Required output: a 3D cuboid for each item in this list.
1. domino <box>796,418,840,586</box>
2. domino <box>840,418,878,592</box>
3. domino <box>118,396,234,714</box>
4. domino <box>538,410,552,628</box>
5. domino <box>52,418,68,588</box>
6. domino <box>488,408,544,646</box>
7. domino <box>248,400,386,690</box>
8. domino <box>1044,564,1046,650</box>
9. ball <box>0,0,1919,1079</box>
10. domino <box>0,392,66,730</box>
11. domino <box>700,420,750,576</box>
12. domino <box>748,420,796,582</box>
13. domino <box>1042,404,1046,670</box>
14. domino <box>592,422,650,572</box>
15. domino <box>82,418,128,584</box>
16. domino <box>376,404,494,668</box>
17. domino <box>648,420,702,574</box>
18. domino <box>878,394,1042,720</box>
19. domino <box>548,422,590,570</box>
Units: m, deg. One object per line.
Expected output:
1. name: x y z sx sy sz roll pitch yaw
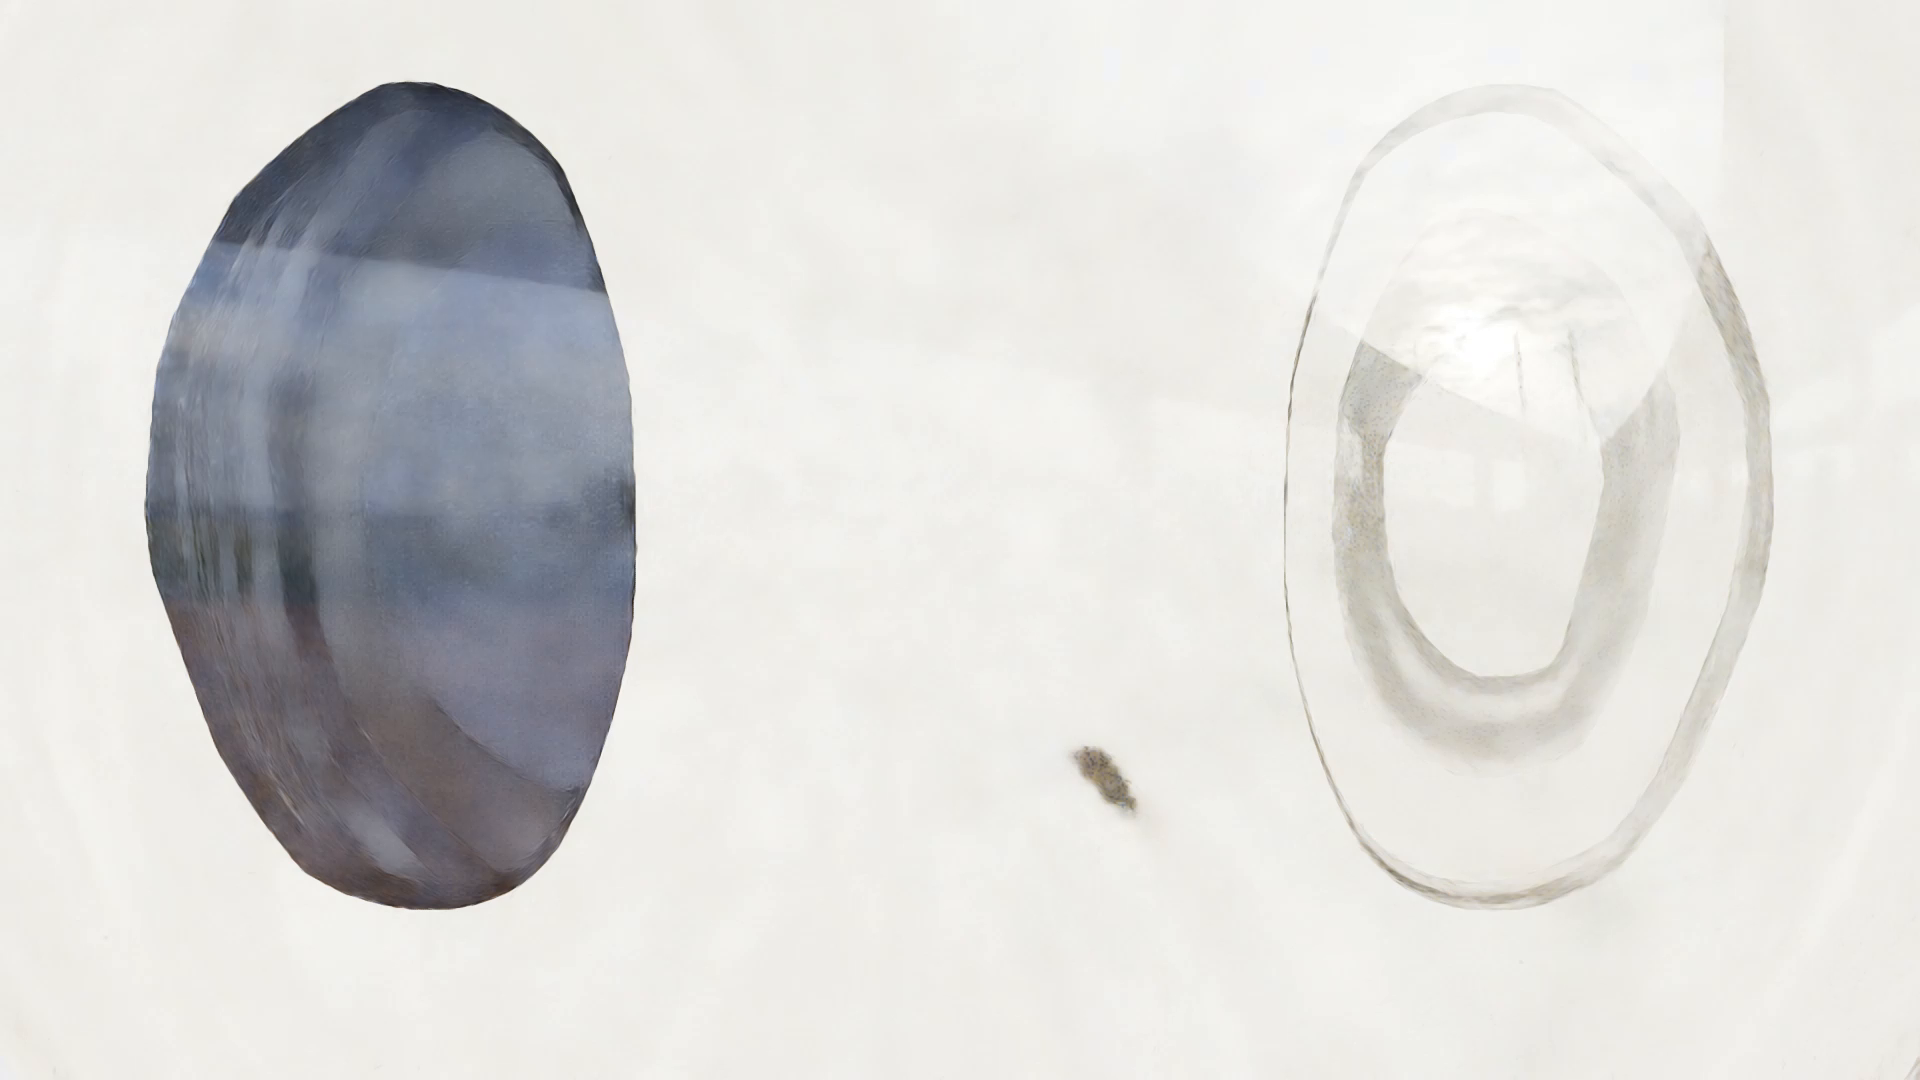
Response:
1. domino: -0.037 -0.012 0.394 0.009 0.050 0.025 4 6 45
2. domino: -0.022 -0.011 0.377 0.025 0.050 0.009 -3 5 -38
3. domino: -0.130 0.002 0.213 0.009 0.050 0.025 -4 6 -43
4. domino: -0.108 -0.005 0.296 0.025 0.050 0.010 -1 5 -19
5. domino: -0.277 -0.011 0.380 0.025 0.050 0.009 3 5 35
6. domino: -0.103 -0.003 0.273 0.025 0.050 0.009 0 4 -4
7. domino: -0.116 0.000 0.230 0.025 0.050 0.009 3 5 34
8. domino: 0.005 -0.003 0.269 0.025 0.050 0.009 0 4 3
9. ball: 0.000 -0.002 0.056 0.080 0.080 0.080 0 4 0
10. domino: -0.149 0.003 0.200 0.009 0.050 0.025 -2 5 -25
11. domino: -0.073 -0.014 0.422 0.009 0.050 0.025 3 5 32
12. domino: -0.054 -0.013 0.409 0.010 0.050 0.025 3 6 39
13. domino: 0.004 -0.001 0.246 0.025 0.050 0.010 0 4 5
14. domino: -0.115 -0.015 0.440 0.010 0.050 0.025 1 4 12
15. domino: -0.262 -0.012 0.398 0.025 0.050 0.010 4 6 43
16. domino: -0.105 -0.001 0.251 0.025 0.050 0.009 1 4 17
17. domino: -0.093 -0.015 0.433 0.009 0.050 0.025 2 5 24
18. domino: 0.000 0.002 0.201 0.025 0.050 0.009 0 4 0
19. domino: -0.138 -0.016 0.443 0.010 0.050 0.025 0 4 4
